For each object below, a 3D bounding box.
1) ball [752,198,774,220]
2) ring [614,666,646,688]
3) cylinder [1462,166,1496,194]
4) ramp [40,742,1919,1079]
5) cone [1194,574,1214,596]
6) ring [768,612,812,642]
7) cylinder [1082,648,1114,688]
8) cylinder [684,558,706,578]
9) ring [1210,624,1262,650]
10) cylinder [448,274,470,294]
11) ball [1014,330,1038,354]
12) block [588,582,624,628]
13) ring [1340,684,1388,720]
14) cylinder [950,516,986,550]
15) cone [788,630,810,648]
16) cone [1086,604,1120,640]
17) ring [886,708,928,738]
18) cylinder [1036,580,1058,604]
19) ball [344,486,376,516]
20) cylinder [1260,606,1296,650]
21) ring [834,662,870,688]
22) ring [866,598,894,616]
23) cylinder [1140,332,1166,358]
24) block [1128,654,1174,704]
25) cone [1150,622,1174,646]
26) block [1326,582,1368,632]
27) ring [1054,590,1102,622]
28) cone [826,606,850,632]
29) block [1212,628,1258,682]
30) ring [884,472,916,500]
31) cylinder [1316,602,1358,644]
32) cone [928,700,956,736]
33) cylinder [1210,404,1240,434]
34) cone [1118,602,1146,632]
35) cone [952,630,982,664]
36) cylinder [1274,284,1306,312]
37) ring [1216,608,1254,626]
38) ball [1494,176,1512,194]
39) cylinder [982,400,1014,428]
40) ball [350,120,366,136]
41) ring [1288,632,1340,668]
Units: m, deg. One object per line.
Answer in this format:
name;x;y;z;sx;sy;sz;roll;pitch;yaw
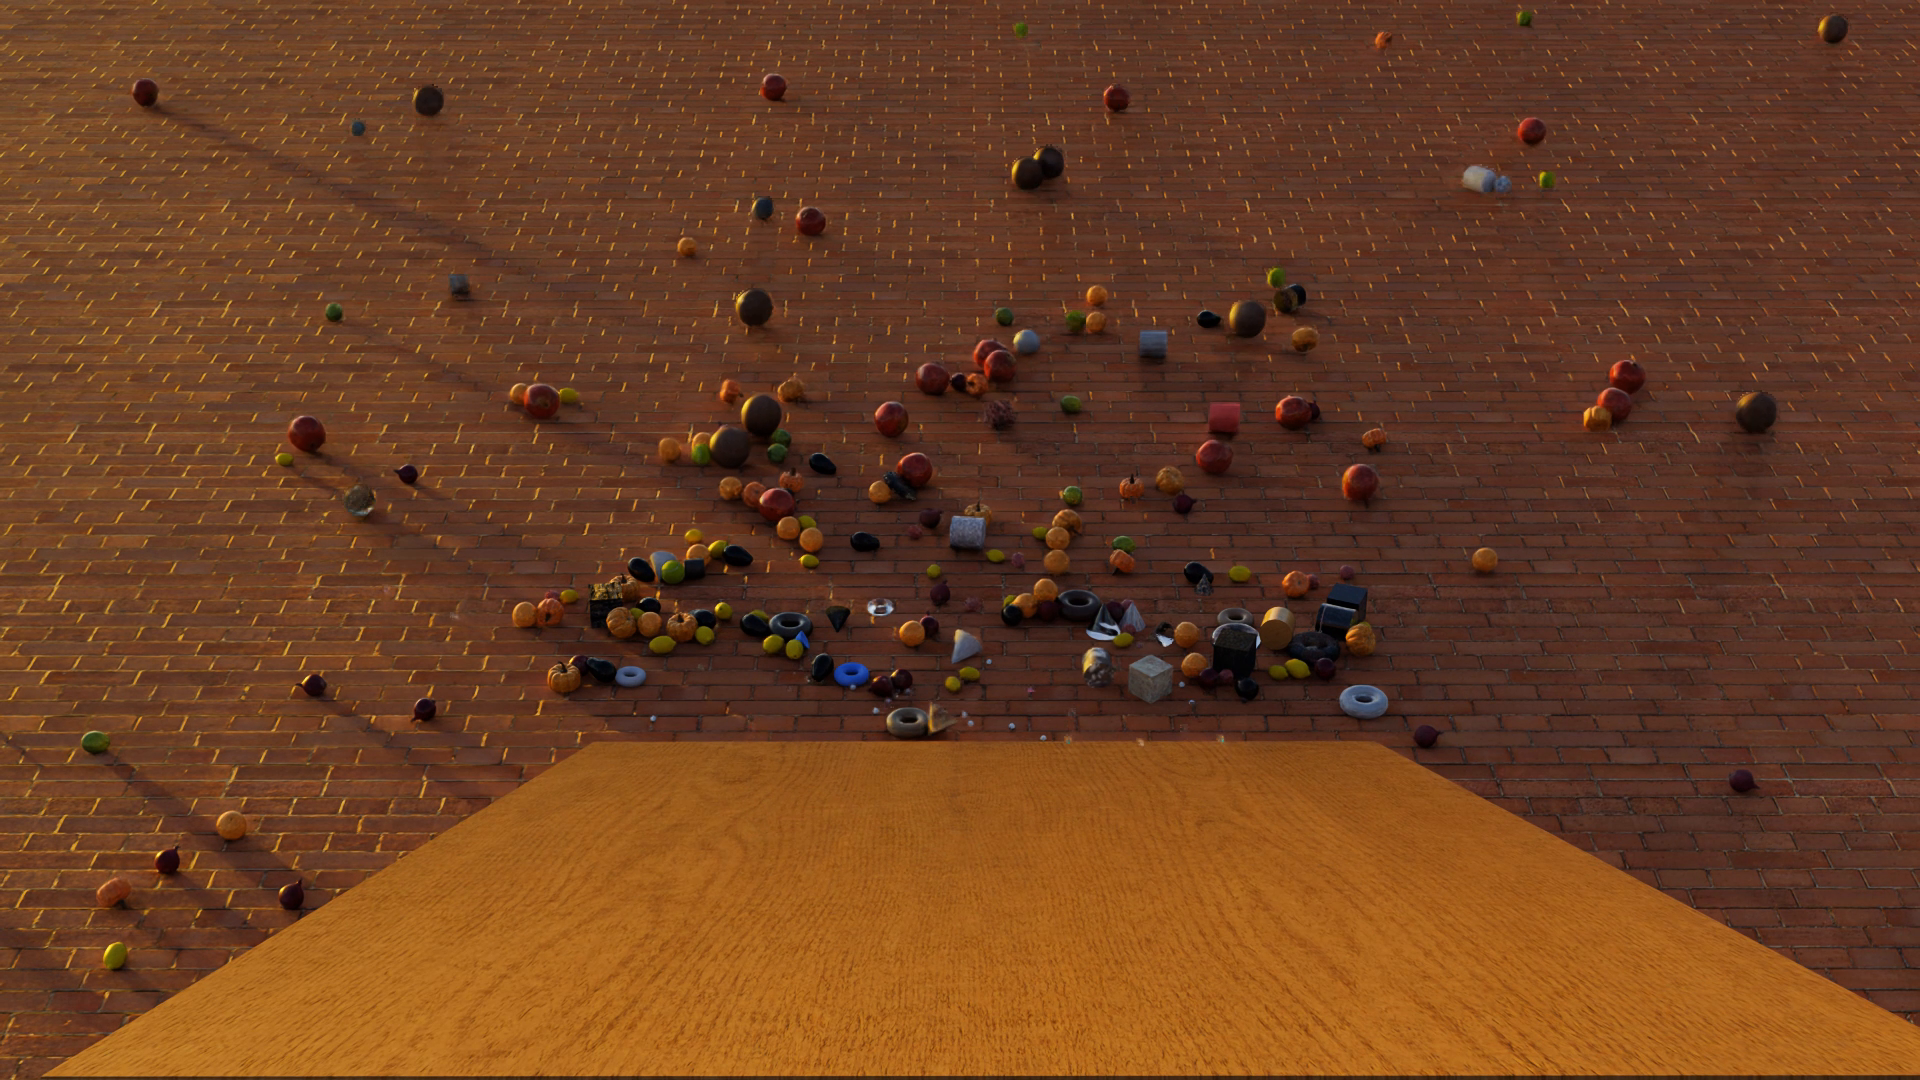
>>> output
ball;-0.761;-1.281;9.989;0.083;0.083;0.083;0;29;0
ring;-0.897;0.372;7.040;0.086;0.029;0.086;3;28;-1
cylinder;2.059;-1.429;10.248;0.093;0.093;0.093;-23;37;-36
ramp;0.065;0.580;4.626;2.000;0.100;4.000;0;0;0
cone;0.705;0.122;7.465;0.058;0.058;0.058;0;29;0
ring;-0.477;0.245;7.257;0.129;0.043;0.129;1;29;-1
cylinder;0.375;0.348;7.032;0.080;0.080;0.080;-1;29;-1
cylinder;-0.774;0.083;7.537;0.057;0.057;0.057;-6;29;-8
ring;0.767;0.278;7.193;0.143;0.048;0.143;-1;29;1
cylinder;-1.813;-0.923;9.355;0.068;0.068;0.068;-5;29;-9
ball;0.228;-0.682;8.898;0.085;0.085;0.085;0;29;0
block;-1.001;0.184;7.316;0.092;0.092;0.092;-4;29;-8
ring;1.080;0.433;6.915;0.131;0.044;0.131;0;30;0
cylinder;0.023;-0.020;7.686;0.094;0.094;0.094;4;29;8
cone;-0.456;0.288;7.197;0.054;0.054;0.054;-25;27;10
cone;0.403;0.215;7.256;0.097;0.097;0.097;0;29;0
ring;-0.136;0.484;6.825;0.123;0.041;0.123;0;27;0
cylinder;0.249;0.149;7.420;0.053;0.053;0.053;-3;34;-6
ball;-1.827;-0.119;7.866;0.093;0.093;0.093;0;29;0
cylinder;0.884;0.246;7.194;0.091;0.091;0.091;7;22;12
ring;-0.296;0.367;7.046;0.097;0.032;0.097;0;30;0
ring;-0.227;0.191;7.373;0.078;0.026;0.078;0;28;0
cylinder;0.663;-0.670;8.869;0.091;0.091;0.091;1;29;3
block;0.515;0.375;6.978;0.084;0.084;0.084;-24;37;-37
cone;0.552;0.264;7.234;0.068;0.068;0.068;-23;10;-35
block;1.091;0.191;7.302;0.093;0.093;0.093;12;31;20
ring;0.336;0.187;7.360;0.137;0.046;0.137;1;30;-1
cone;-0.345;0.233;7.290;0.071;0.071;0.071;0;55;0
block;0.752;0.314;7.075;0.097;0.097;0.097;10;30;17
ring;-0.186;-0.168;7.962;0.118;0.039;0.118;37;8;-6
cylinder;1.053;0.232;7.226;0.096;0.096;0.096;12;31;21
cone;-0.062;0.459;6.788;0.085;0.085;0.085;-23;-2;-1
cylinder;0.856;-0.394;8.367;0.093;0.093;0.093;4;29;7
cone;0.486;0.207;7.290;0.078;0.078;0.078;0;29;0
cone;0.000;0.311;7.139;0.090;0.090;0.090;20;61;32
cylinder;1.178;-0.862;9.227;0.083;0.083;0.083;24;37;36
ring;0.778;0.227;7.299;0.106;0.035;0.106;0;30;0
ball;2.147;-1.405;10.230;0.067;0.067;0.067;0;29;0
cylinder;0.125;-0.409;8.410;0.077;0.077;0.077;-12;31;-21
ball;-2.519;-1.723;10.814;0.062;0.062;0.062;0;29;0
ring;0.978;0.302;7.147;0.147;0.049;0.147;0;29;0
